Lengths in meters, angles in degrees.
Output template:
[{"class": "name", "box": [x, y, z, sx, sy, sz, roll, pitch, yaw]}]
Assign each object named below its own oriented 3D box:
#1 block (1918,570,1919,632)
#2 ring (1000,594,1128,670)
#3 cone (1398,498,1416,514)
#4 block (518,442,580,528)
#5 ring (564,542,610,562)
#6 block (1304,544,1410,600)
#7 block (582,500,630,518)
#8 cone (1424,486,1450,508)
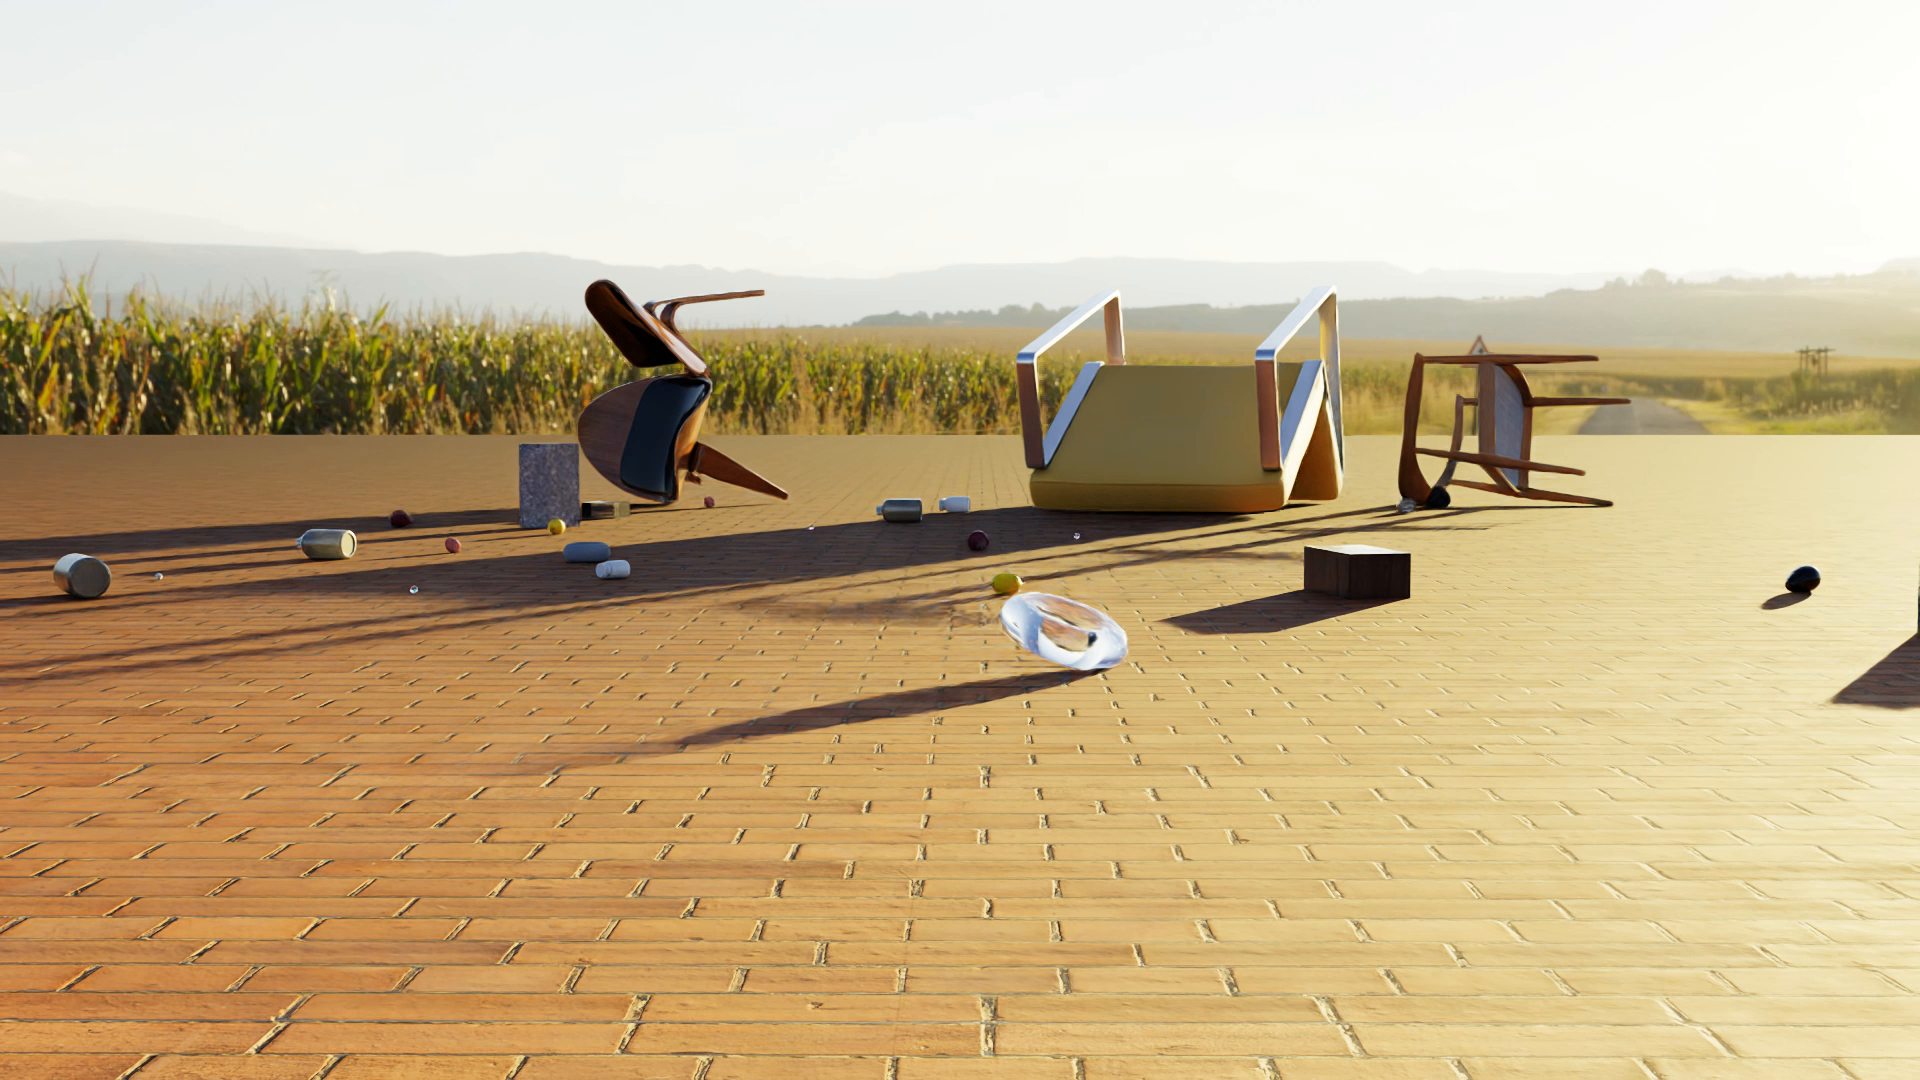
[{"class": "block", "box": [1.842, 0.105, 4.050, 0.099, 0.132, 0.109, -3, 5, -41]}, {"class": "ring", "box": [0.170, 0.147, 3.560, 0.225, 0.064, 0.213, 2, 22, -47]}, {"class": "cone", "box": [1.613, -0.115, 8.011, 0.070, 0.058, 0.084, -16, -11, -17]}, {"class": "block", "box": [-1.336, -0.179, 7.158, 0.120, 0.272, 0.155, 2, 5, 31]}, {"class": "ring", "box": [-0.971, 0.032, 5.724, 0.122, 0.049, 0.118, -2, 6, -21]}, {"class": "block", "box": [0.870, 0.069, 4.830, 0.142, 0.097, 0.254, -1, 4, -13]}, {"class": "block", "box": [-1.240, -0.106, 7.702, 0.124, 0.054, 0.120, 1, 4, 18]}, {"class": "cone", "box": [1.795, -0.146, 8.369, 0.114, 0.087, 0.095, -27, -4, -45]}]
